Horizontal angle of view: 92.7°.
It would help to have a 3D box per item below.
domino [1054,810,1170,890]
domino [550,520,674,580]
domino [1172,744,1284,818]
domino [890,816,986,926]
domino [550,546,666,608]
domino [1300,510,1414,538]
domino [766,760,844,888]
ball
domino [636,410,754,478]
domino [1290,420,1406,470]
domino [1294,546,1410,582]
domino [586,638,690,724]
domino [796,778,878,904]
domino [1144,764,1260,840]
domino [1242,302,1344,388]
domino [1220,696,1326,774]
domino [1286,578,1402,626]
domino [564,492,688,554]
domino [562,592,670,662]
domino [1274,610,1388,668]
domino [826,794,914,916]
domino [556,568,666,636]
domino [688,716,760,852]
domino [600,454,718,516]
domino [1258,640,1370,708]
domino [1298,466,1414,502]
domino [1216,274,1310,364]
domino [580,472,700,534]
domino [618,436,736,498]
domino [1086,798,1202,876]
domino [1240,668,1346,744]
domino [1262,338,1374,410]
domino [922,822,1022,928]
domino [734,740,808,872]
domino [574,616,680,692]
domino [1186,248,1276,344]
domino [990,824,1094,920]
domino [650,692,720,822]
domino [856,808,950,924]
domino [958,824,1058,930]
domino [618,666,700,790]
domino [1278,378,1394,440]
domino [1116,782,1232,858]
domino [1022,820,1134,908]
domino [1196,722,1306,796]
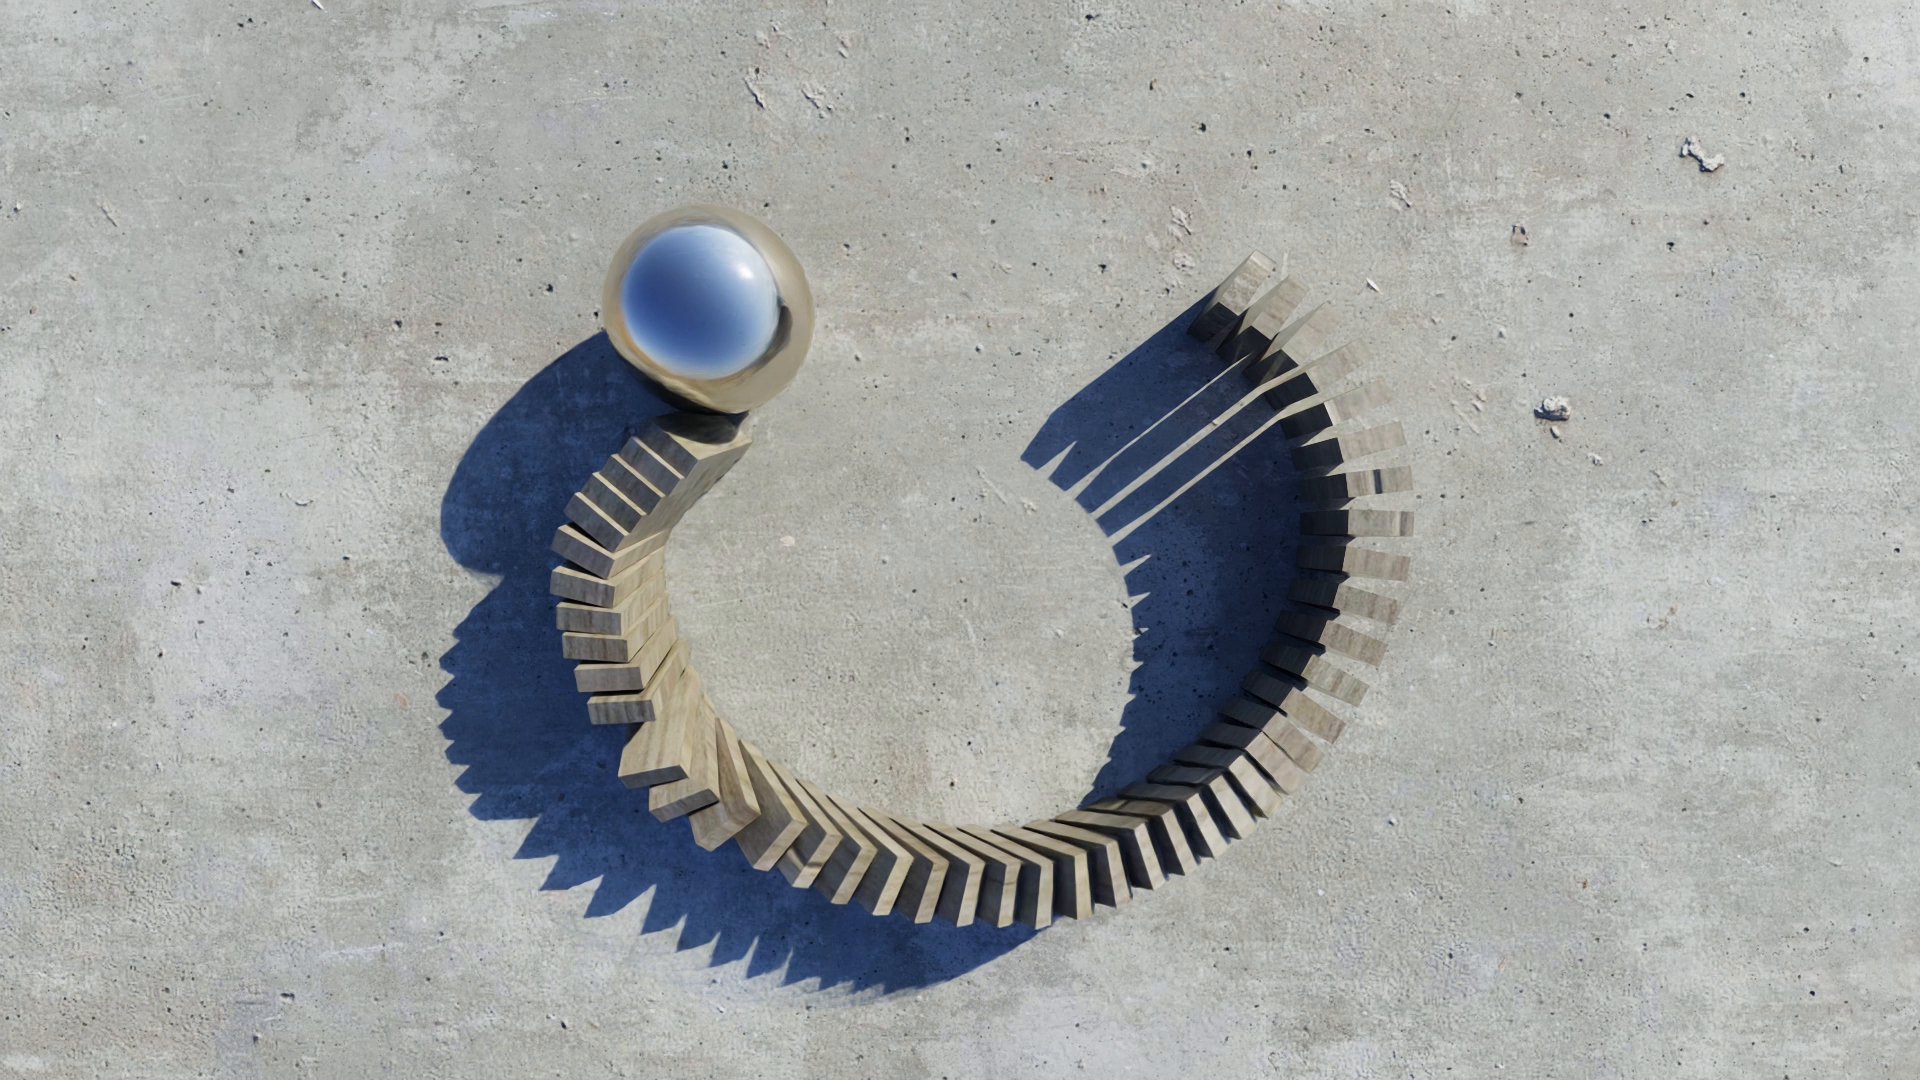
[{"bbox_3d":[0.061,0.127,0.377,0.009,0.050,0.025,-18,90,-34],"label":"domino"},{"bbox_3d":[-0.141,-0.001,0.375,0.025,0.050,0.010,29,108,0],"label":"domino"},{"bbox_3d":[0.108,0.098,0.375,0.009,0.050,0.025,-38,90,-16],"label":"domino"},{"bbox_3d":[-0.013,0.136,0.379,0.050,0.010,0.025,13,90,45],"label":"domino"},{"bbox_3d":[-0.143,0.012,0.375,0.025,0.050,0.009,14,108,0],"label":"domino"},{"bbox_3d":[0.161,-0.007,0.375,0.025,0.050,0.009,2,90,0],"label":"domino"},{"bbox_3d":[-0.072,0.117,0.380,0.050,0.009,0.025,34,90,42],"label":"domino"},{"bbox_3d":[-0.097,-0.089,0.360,0.080,0.080,0.080,0,90,0],"label":"ball"},{"bbox_3d":[-0.107,-0.041,0.375,0.025,0.050,0.009,40,109,0],"label":"domino"},{"bbox_3d":[0.157,-0.038,0.375,0.025,0.050,0.010,-15,90,0],"label":"domino"},{"bbox_3d":[0.159,0.009,0.375,0.025,0.050,0.009,10,90,0],"label":"domino"},{"bbox_3d":[-0.130,0.057,0.375,0.025,0.050,0.010,-3,112,1],"label":"domino"},{"bbox_3d":[-0.058,0.124,0.380,0.050,0.009,0.025,30,90,42],"label":"domino"},{"bbox_3d":[0.098,0.106,0.375,0.009,0.050,0.025,-31,90,-21],"label":"domino"},{"bbox_3d":[0.135,-0.079,0.375,0.010,0.050,0.025,43,90,0],"label":"domino"},{"bbox_3d":[0.126,0.079,0.375,0.025,0.050,0.009,42,86,0],"label":"domino"},{"bbox_3d":[0.156,0.025,0.375,0.025,0.050,0.009,16,90,0],"label":"domino"},{"bbox_3d":[-0.135,-0.012,0.375,0.025,0.050,0.010,40,109,0],"label":"domino"},{"bbox_3d":[-0.139,0.034,0.375,0.025,0.050,0.009,4,108,0],"label":"domino"},{"bbox_3d":[0.150,0.040,0.375,0.025,0.050,0.010,23,90,0],"label":"domino"},{"bbox_3d":[-0.043,0.129,0.380,0.050,0.010,0.025,24,90,43],"label":"domino"},{"bbox_3d":[-0.141,0.024,0.375,0.025,0.050,0.010,6,108,0],"label":"domino"},{"bbox_3d":[-0.101,0.100,0.379,0.025,0.050,0.010,-37,134,0],"label":"domino"},{"bbox_3d":[-0.121,-0.027,0.375,0.025,0.050,0.010,40,109,0],"label":"domino"},{"bbox_3d":[0.143,0.054,0.375,0.025,0.050,0.010,29,90,0],"label":"domino"},{"bbox_3d":[0.160,-0.022,0.375,0.025,0.050,0.010,-6,90,0],"label":"domino"},{"bbox_3d":[0.123,-0.089,0.375,0.010,0.050,0.025,38,90,0],"label":"domino"},{"bbox_3d":[-0.129,-0.020,0.375,0.025,0.050,0.009,40,109,0],"label":"domino"},{"bbox_3d":[-0.114,-0.034,0.375,0.025,0.050,0.010,40,109,0],"label":"domino"},{"bbox_3d":[0.074,0.121,0.376,0.010,0.050,0.025,-22,90,-30],"label":"domino"},{"bbox_3d":[0.135,0.067,0.375,0.025,0.050,0.010,35,90,0],"label":"domino"},{"bbox_3d":[0.145,-0.067,0.375,0.025,0.050,0.010,-33,90,0],"label":"domino"},{"bbox_3d":[0.003,0.137,0.379,0.009,0.050,0.025,8,90,-43],"label":"domino"},{"bbox_3d":[-0.086,0.109,0.380,0.025,0.010,0.050,-50,49,0],"label":"domino"},{"bbox_3d":[-0.135,0.046,0.375,0.025,0.050,0.010,-3,108,0],"label":"domino"},{"bbox_3d":[0.110,-0.099,0.375,0.010,0.050,0.025,36,90,0],"label":"domino"},{"bbox_3d":[0.033,0.136,0.378,0.009,0.050,0.025,-3,90,-39],"label":"domino"},{"bbox_3d":[-0.114,0.089,0.378,0.025,0.050,0.010,-22,133,0],"label":"domino"},{"bbox_3d":[-0.028,0.133,0.379,0.050,0.009,0.025,19,90,44],"label":"domino"},{"bbox_3d":[0.018,0.138,0.378,0.009,0.050,0.025,5,90,-41],"label":"domino"},{"bbox_3d":[-0.123,0.076,0.378,0.025,0.050,0.010,-11,133,2],"label":"domino"},{"bbox_3d":[0.152,-0.053,0.375,0.025,0.050,0.009,-23,90,0],"label":"domino"},{"bbox_3d":[0.086,0.114,0.375,0.009,0.050,0.025,-27,90,-26],"label":"domino"},{"bbox_3d":[0.048,0.132,0.377,0.009,0.050,0.025,-10,90,-37],"label":"domino"},{"bbox_3d":[0.118,0.088,0.375,0.009,0.050,0.025,-43,90,-10],"label":"domino"}]
